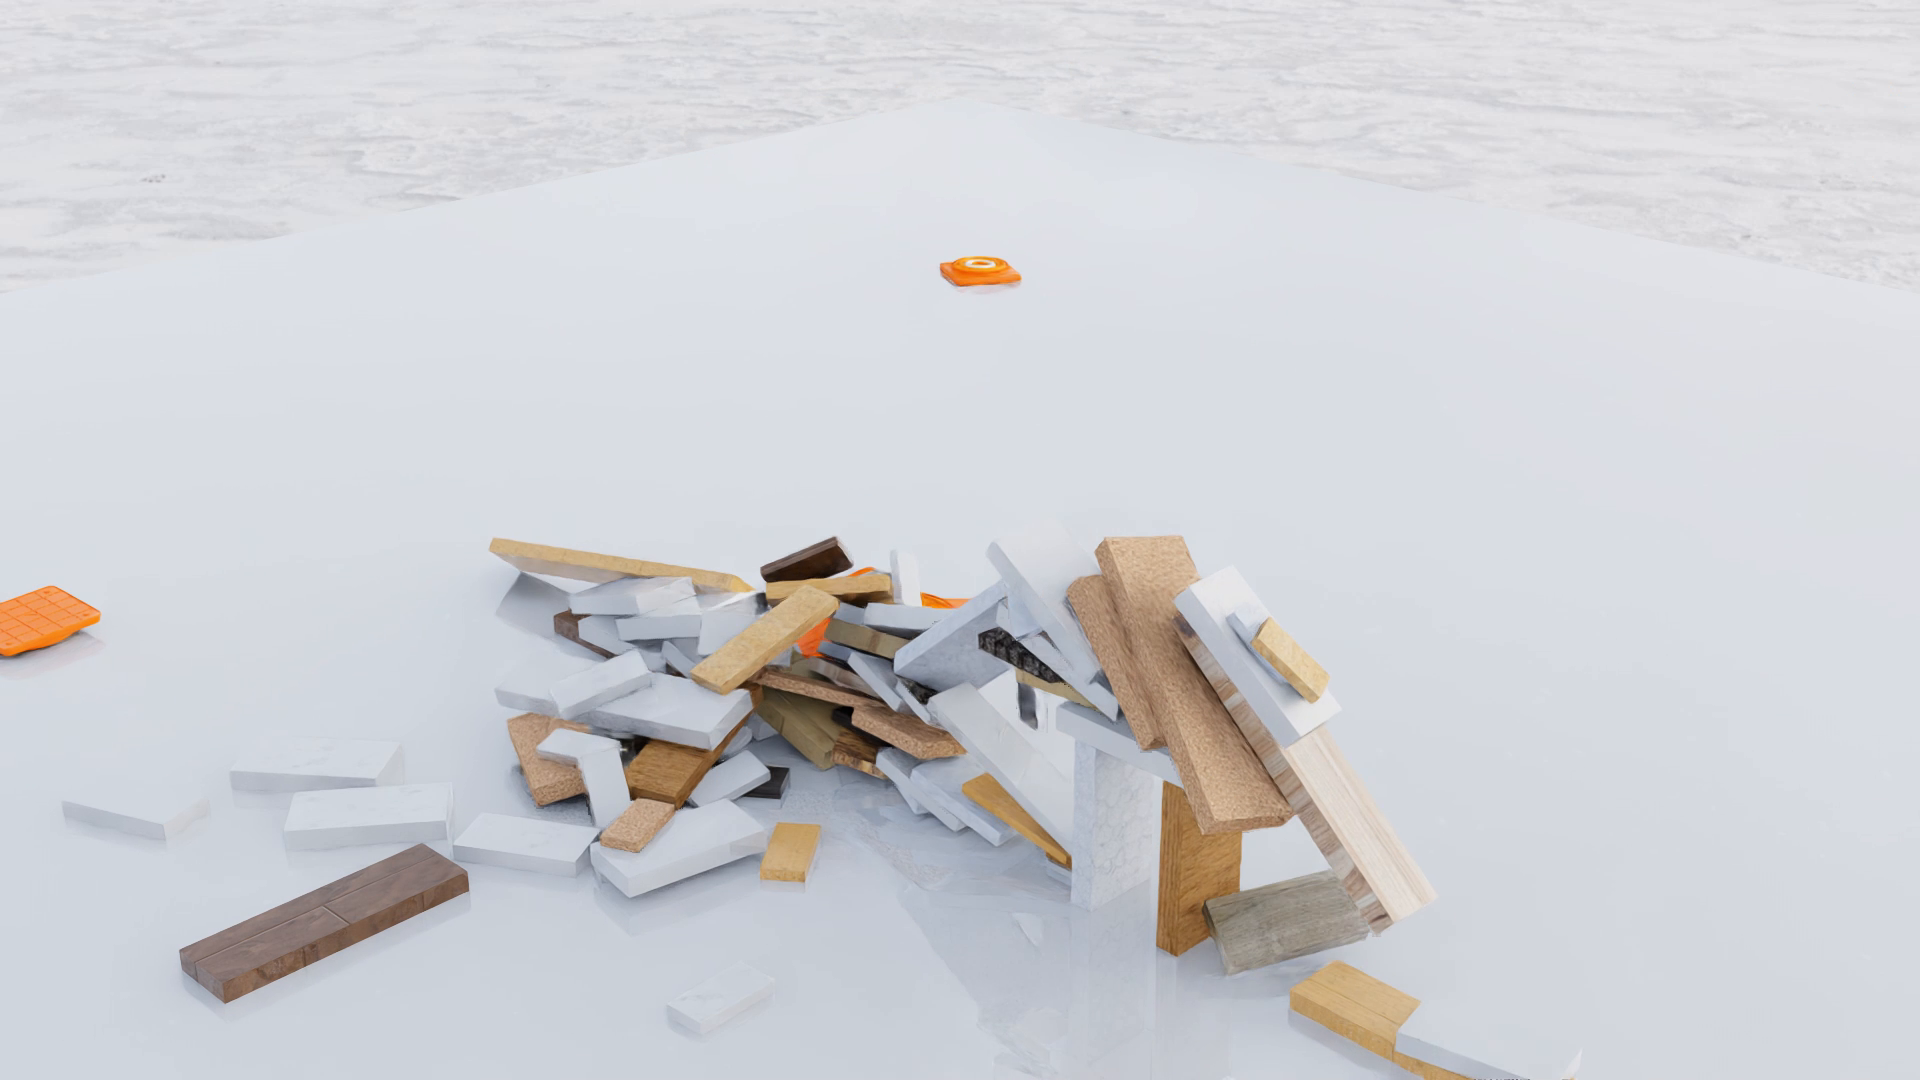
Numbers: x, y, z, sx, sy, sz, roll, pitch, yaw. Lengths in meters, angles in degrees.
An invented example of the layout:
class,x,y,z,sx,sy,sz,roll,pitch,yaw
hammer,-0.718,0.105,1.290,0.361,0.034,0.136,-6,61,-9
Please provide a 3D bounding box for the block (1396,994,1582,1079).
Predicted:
class,x,y,z,sx,sy,sz,roll,pitch,yaw
block,0.872,0.841,3.632,0.268,0.038,0.134,15,27,31

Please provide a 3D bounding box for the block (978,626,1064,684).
class,x,y,z,sx,sy,sz,roll,pitch,yaw
block,0.143,0.208,4.145,0.106,0.030,0.212,-18,27,-35

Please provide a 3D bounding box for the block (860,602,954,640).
class,x,y,z,sx,sy,sz,roll,pitch,yaw
block,-0.044,0.194,4.599,0.170,0.048,0.339,29,-15,-32

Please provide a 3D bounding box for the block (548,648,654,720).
class,x,y,z,sx,sy,sz,roll,pitch,yaw
block,-0.753,0.302,4.612,0.199,0.028,0.099,-23,35,-13

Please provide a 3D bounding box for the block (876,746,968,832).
class,x,y,z,sx,sy,sz,roll,pitch,yaw
block,-0.048,0.492,4.463,0.236,0.033,0.118,36,38,31

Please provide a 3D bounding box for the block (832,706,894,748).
class,x,y,z,sx,sy,sz,roll,pitch,yaw
block,-0.177,0.390,4.614,0.092,0.026,0.184,-2,15,-40

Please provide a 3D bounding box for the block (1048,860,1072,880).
class,x,y,z,sx,sy,sz,roll,pitch,yaw
block,0.229,0.635,4.243,0.113,0.016,0.056,21,31,40

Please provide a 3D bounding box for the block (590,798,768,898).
class,x,y,z,sx,sy,sz,roll,pitch,yaw
block,-0.542,0.592,4.250,0.303,0.043,0.152,-16,28,-33

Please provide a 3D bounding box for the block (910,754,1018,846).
class,x,y,z,sx,sy,sz,roll,pitch,yaw
block,0.027,0.512,4.397,0.236,0.033,0.118,34,37,28

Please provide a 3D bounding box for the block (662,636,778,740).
class,x,y,z,sx,sy,sz,roll,pitch,yaw
block,-0.485,0.303,4.869,0.173,0.049,0.346,-20,45,-40

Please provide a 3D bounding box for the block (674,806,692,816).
class,x,y,z,sx,sy,sz,roll,pitch,yaw
block,-0.598,0.577,4.371,0.167,0.024,0.083,-11,26,-25

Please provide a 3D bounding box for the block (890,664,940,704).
class,x,y,z,sx,sy,sz,roll,pitch,yaw
block,-0.082,0.299,4.511,0.072,0.020,0.143,23,13,-36

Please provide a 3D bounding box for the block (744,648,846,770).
class,x,y,z,sx,sy,sz,roll,pitch,yaw
block,-0.339,0.354,4.750,0.173,0.049,0.346,-20,45,-40

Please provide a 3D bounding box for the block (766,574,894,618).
class,x,y,z,sx,sy,sz,roll,pitch,yaw
block,-0.277,0.128,4.848,0.274,0.137,0.039,-4,66,12

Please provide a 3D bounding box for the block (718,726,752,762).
class,x,y,z,sx,sy,sz,roll,pitch,yaw
block,-0.539,0.406,4.643,0.178,0.025,0.089,19,41,22

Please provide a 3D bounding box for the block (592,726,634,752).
class,x,y,z,sx,sy,sz,roll,pitch,yaw
block,-0.686,0.414,4.747,0.214,0.030,0.107,-4,23,-8

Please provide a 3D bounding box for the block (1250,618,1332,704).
class,x,y,z,sx,sy,sz,roll,pitch,yaw
block,0.569,0.207,3.783,0.149,0.021,0.075,44,36,-1

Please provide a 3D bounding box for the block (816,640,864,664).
class,x,y,z,sx,sy,sz,roll,pitch,yaw
block,-0.228,0.266,4.840,0.100,0.028,0.201,28,-9,-27

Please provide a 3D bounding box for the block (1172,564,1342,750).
class,x,y,z,sx,sy,sz,roll,pitch,yaw
block,0.519,0.201,3.833,0.320,0.045,0.160,54,37,11

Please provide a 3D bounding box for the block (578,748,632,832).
class,x,y,z,sx,sy,sz,roll,pitch,yaw
block,-0.708,0.501,4.405,0.078,0.157,0.022,-11,-13,-24

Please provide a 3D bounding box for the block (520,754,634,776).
class,x,y,z,sx,sy,sz,roll,pitch,yaw
block,-0.801,0.472,4.606,0.214,0.030,0.107,9,26,20

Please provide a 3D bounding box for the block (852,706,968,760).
class,x,y,z,sx,sy,sz,roll,pitch,yaw
block,-0.104,0.391,4.503,0.118,0.033,0.236,-2,15,-40

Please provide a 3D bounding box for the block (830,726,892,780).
class,x,y,z,sx,sy,sz,roll,pitch,yaw
block,-0.170,0.450,4.586,0.184,0.026,0.092,16,32,4

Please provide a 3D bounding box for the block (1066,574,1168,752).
class,x,y,z,sx,sy,sz,roll,pitch,yaw
block,0.334,0.208,3.929,0.167,0.047,0.335,-8,59,-32

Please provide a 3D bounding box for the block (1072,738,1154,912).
class,x,y,z,sx,sy,sz,roll,pitch,yaw
block,0.289,0.505,4.123,0.049,0.349,0.175,21,31,40

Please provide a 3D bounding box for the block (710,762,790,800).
class,x,y,z,sx,sy,sz,roll,pitch,yaw
block,-0.449,0.498,4.555,0.178,0.025,0.089,3,23,8

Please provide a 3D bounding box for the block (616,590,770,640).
class,x,y,z,sx,sy,sz,roll,pitch,yaw
block,-0.601,0.170,4.925,0.173,0.049,0.346,-21,11,-41

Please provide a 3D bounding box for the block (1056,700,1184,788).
class,x,y,z,sx,sy,sz,roll,pitch,yaw
block,0.360,0.351,3.977,0.175,0.049,0.349,-21,31,-40

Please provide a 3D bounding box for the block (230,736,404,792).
class,x,y,z,sx,sy,sz,roll,pitch,yaw
block,-1.342,0.471,4.594,0.311,0.044,0.156,2,23,6

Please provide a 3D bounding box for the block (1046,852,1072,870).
class,x,y,z,sx,sy,sz,roll,pitch,yaw
block,0.226,0.615,4.249,0.113,0.016,0.056,21,31,41

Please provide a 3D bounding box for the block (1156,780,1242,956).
class,x,y,z,sx,sy,sz,roll,pitch,yaw
block,0.437,0.563,3.986,0.175,0.349,0.049,-21,31,-40

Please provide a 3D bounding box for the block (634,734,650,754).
class,x,y,z,sx,sy,sz,roll,pitch,yaw
block,-0.586,0.404,4.691,0.214,0.030,0.107,-3,36,-6

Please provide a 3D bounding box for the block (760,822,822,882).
class,x,y,z,sx,sy,sz,roll,pitch,yaw
block,-0.330,0.609,4.294,0.088,0.025,0.175,3,23,6

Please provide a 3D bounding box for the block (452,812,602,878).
class,x,y,z,sx,sy,sz,roll,pitch,yaw
block,-0.846,0.597,4.308,0.257,0.036,0.129,6,24,13

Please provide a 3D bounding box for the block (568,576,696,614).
class,x,y,z,sx,sy,sz,roll,pitch,yaw
block,-0.768,0.130,5.125,0.153,0.043,0.307,-20,12,-38

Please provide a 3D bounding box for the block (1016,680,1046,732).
class,x,y,z,sx,sy,sz,roll,pitch,yaw
block,0.147,0.316,4.564,0.021,0.149,0.075,-14,20,-25

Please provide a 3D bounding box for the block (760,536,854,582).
class,x,y,z,sx,sy,sz,roll,pitch,yaw
block,-0.339,0.060,4.869,0.186,0.093,0.026,-22,51,9

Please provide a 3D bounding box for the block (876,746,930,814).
class,x,y,z,sx,sy,sz,roll,pitch,yaw
block,-0.089,0.487,4.510,0.092,0.026,0.184,-6,37,-29
